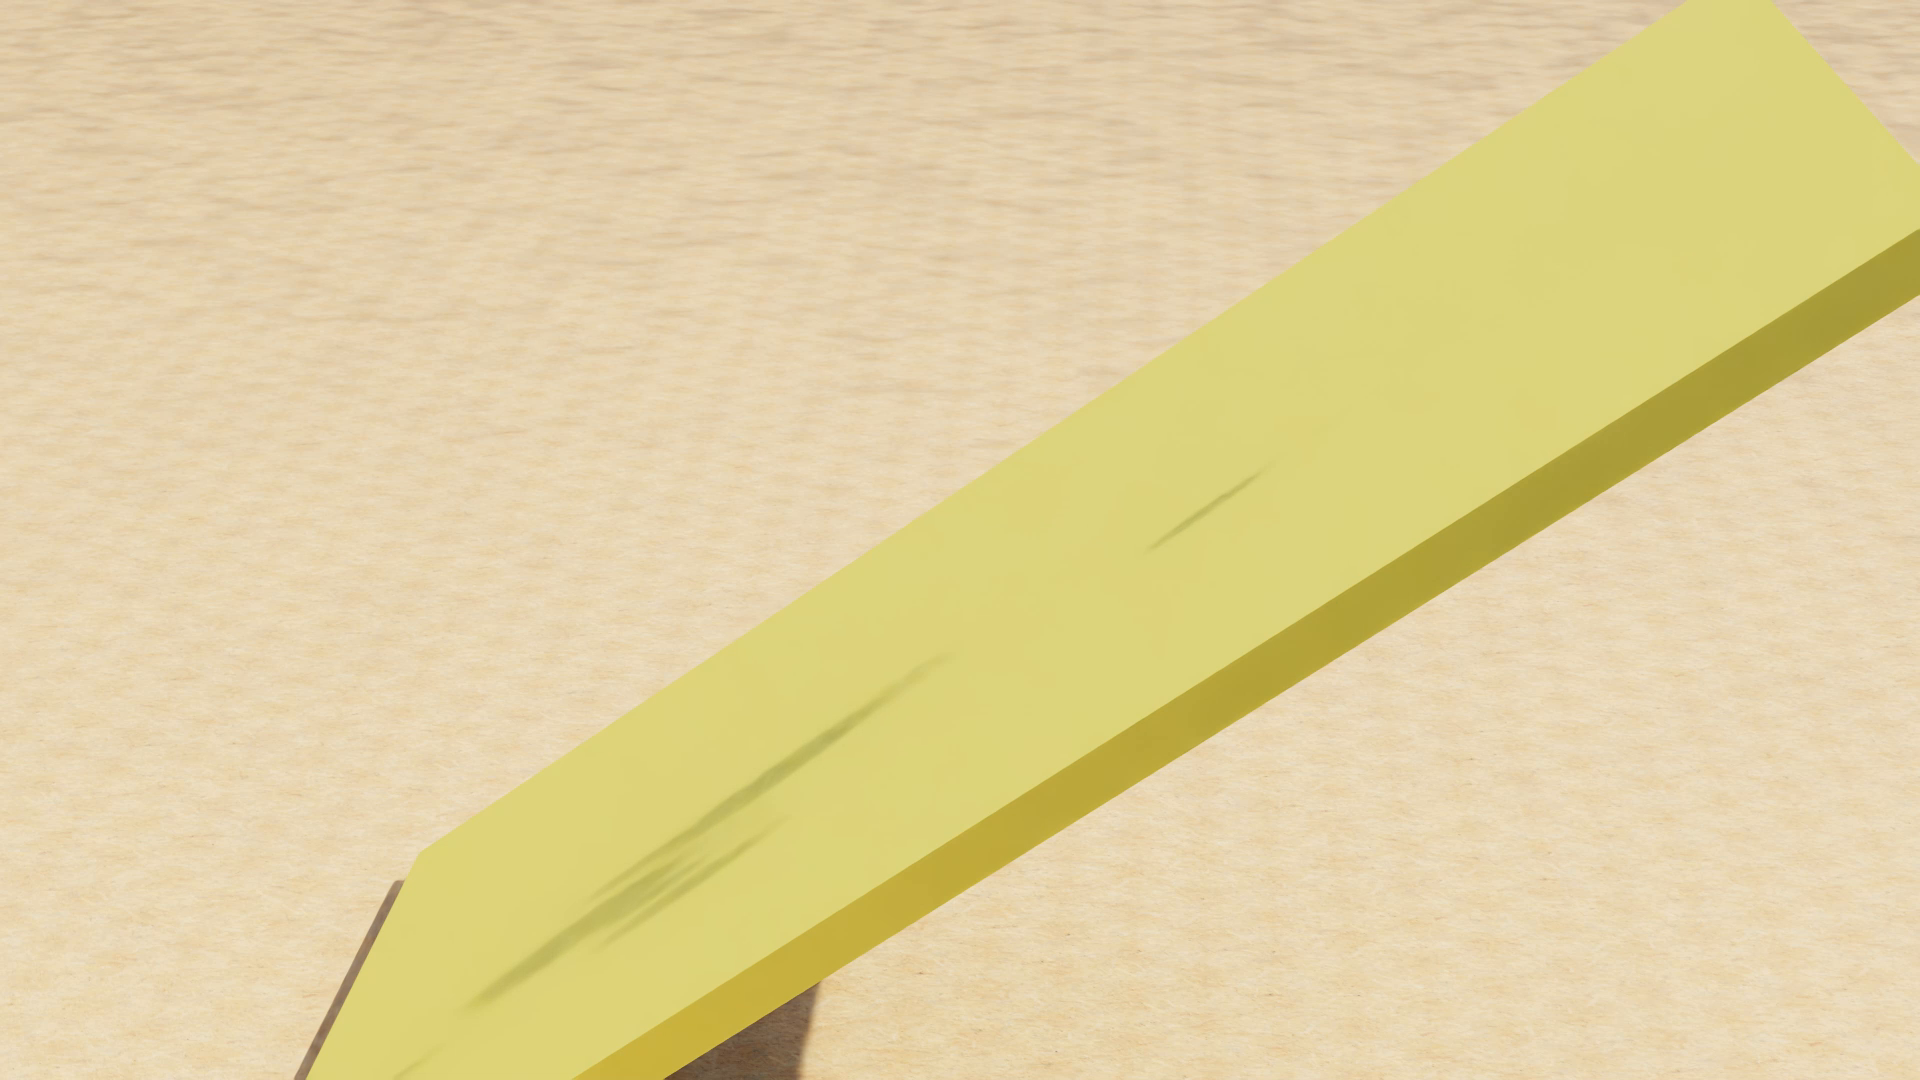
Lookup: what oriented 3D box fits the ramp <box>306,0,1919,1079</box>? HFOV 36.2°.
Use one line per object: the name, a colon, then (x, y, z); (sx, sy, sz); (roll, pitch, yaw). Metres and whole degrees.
ramp: (0.131, 0.177, 6.317); (4.000, 0.100, 2.000); (-34, 16, 16)
